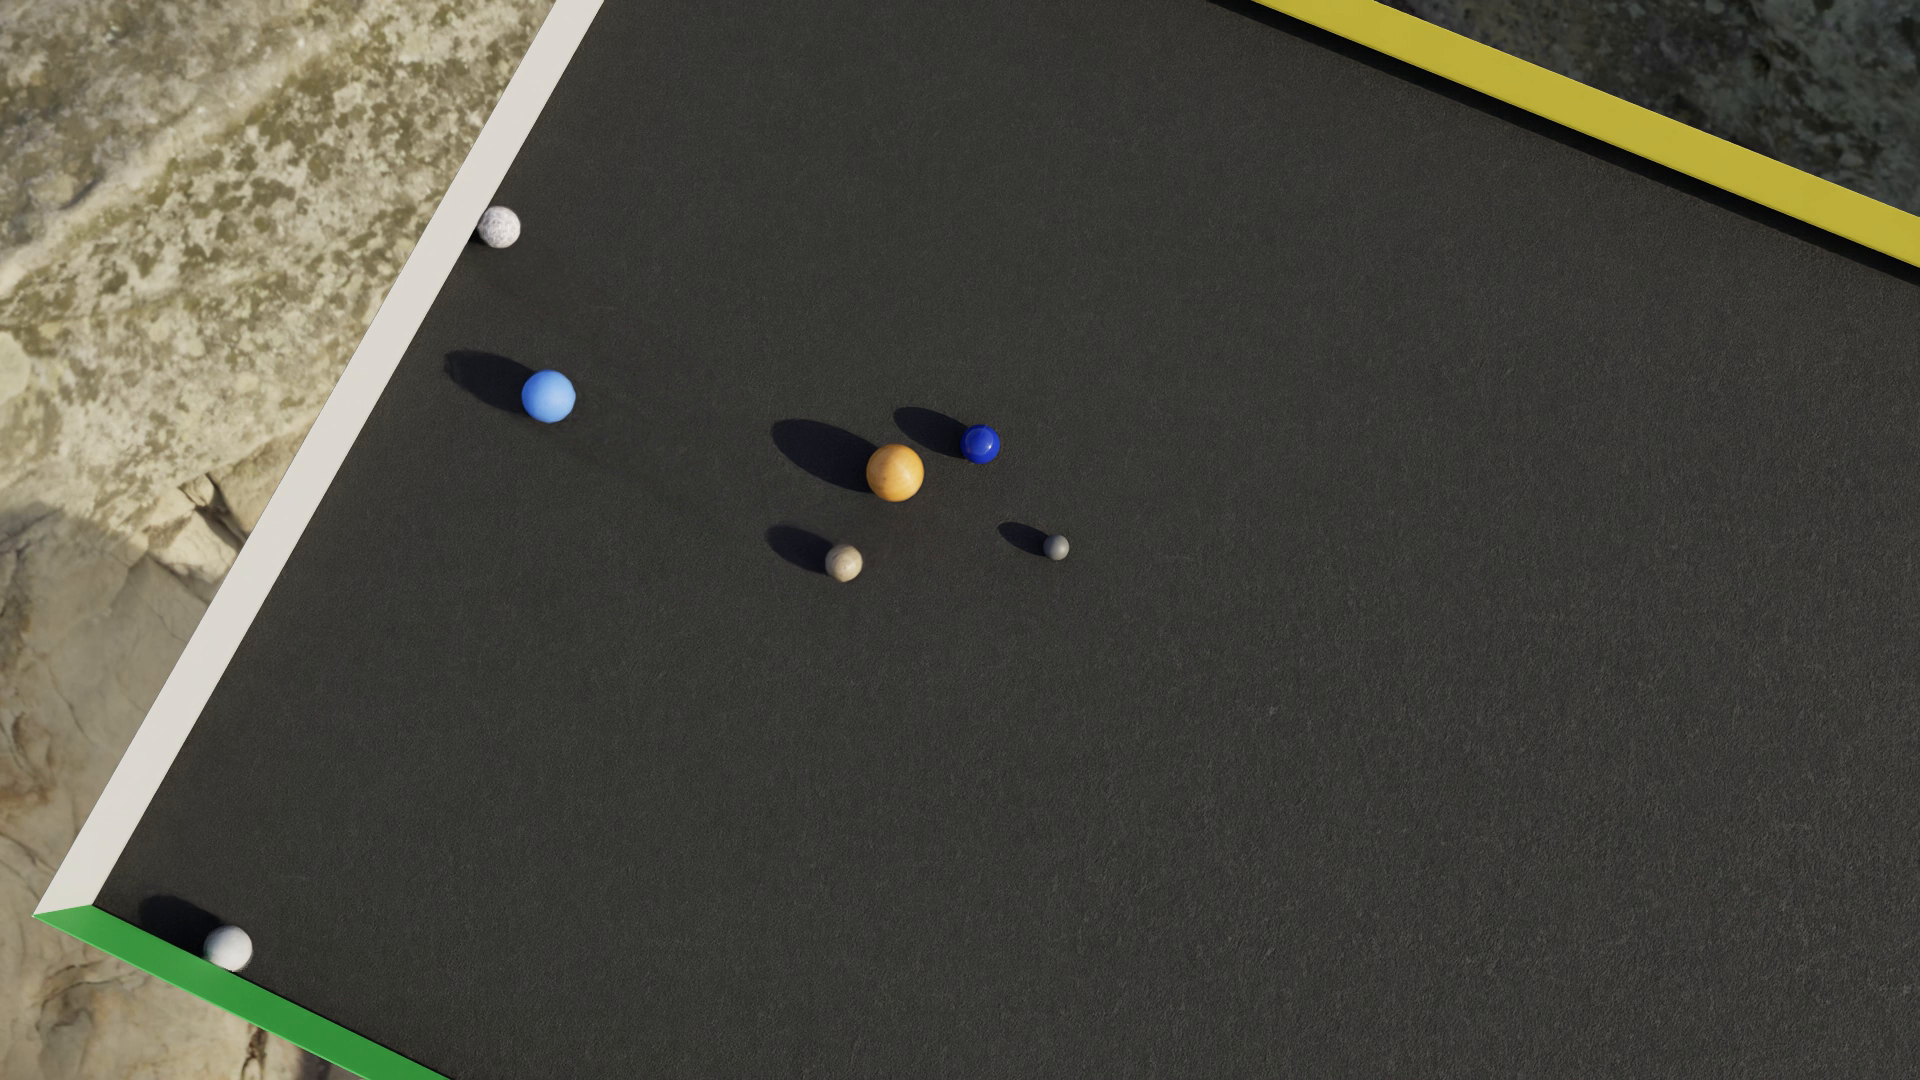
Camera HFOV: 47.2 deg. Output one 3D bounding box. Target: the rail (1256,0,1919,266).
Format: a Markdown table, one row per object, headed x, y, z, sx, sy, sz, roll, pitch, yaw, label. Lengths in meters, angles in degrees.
| x | y | z | sx | sy | sz | roll | pitch | yaw | label |
| --- | --- | --- | --- | --- | --- | --- | --- | --- | --- |
| 1.312 | -0.545 | 3.508 | 3.839 | 0.117 | 0.045 | 24 | 75 | 7 | rail |

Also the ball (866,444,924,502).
| x | y | z | sx | sy | sz | roll | pitch | yaw | label |
| --- | --- | --- | --- | --- | --- | --- | --- | --- | --- |
| -0.100 | -0.104 | 3.392 | 0.090 | 0.090 | 0.090 | 0 | 74 | 0 | ball |

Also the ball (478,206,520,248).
| x | y | z | sx | sy | sz | roll | pitch | yaw | label |
| --- | --- | --- | --- | --- | --- | --- | --- | --- | --- |
| -0.738 | -0.500 | 3.521 | 0.067 | 0.067 | 0.067 | 0 | 74 | 0 | ball |

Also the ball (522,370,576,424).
| x | y | z | sx | sy | sz | roll | pitch | yaw | label |
| --- | --- | --- | --- | --- | --- | --- | --- | --- | --- |
| -0.642 | -0.224 | 3.432 | 0.082 | 0.082 | 0.082 | 0 | 74 | 0 | ball |

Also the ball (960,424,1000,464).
| x | y | z | sx | sy | sz | roll | pitch | yaw | label |
| --- | --- | --- | --- | --- | --- | --- | --- | --- | --- |
| 0.031 | -0.149 | 3.420 | 0.062 | 0.062 | 0.062 | 0 | 74 | 0 | ball |

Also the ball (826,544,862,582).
| x | y | z | sx | sy | sz | roll | pitch | yaw | label |
| --- | --- | --- | --- | --- | --- | --- | --- | --- | --- |
| -0.178 | 0.034 | 3.368 | 0.058 | 0.058 | 0.058 | 0 | 74 | 0 | ball |

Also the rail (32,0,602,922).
| x | y | z | sx | sy | sz | roll | pitch | yaw | label |
| --- | --- | --- | --- | --- | --- | --- | --- | --- | --- |
| -0.851 | -0.381 | 3.459 | 0.045 | 0.117 | 2.160 | 24 | 75 | 7 | rail |

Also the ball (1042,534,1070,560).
| x | y | z | sx | sy | sz | roll | pitch | yaw | label |
| --- | --- | --- | --- | --- | --- | --- | --- | --- | --- |
| 0.148 | 0.011 | 3.384 | 0.041 | 0.041 | 0.041 | 0 | 74 | 0 | ball |

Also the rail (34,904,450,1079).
| x | y | z | sx | sy | sz | roll | pitch | yaw | label |
| --- | --- | --- | --- | --- | --- | --- | --- | --- | --- |
| 0.433 | 1.297 | 2.964 | 3.839 | 0.117 | 0.045 | 24 | 75 | 7 | rail |

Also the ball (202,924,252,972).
| x | y | z | sx | sy | sz | roll | pitch | yaw | label |
| --- | --- | --- | --- | --- | --- | --- | --- | --- | --- |
| -1.065 | 0.594 | 3.197 | 0.068 | 0.068 | 0.068 | 0 | 74 | 0 | ball |
